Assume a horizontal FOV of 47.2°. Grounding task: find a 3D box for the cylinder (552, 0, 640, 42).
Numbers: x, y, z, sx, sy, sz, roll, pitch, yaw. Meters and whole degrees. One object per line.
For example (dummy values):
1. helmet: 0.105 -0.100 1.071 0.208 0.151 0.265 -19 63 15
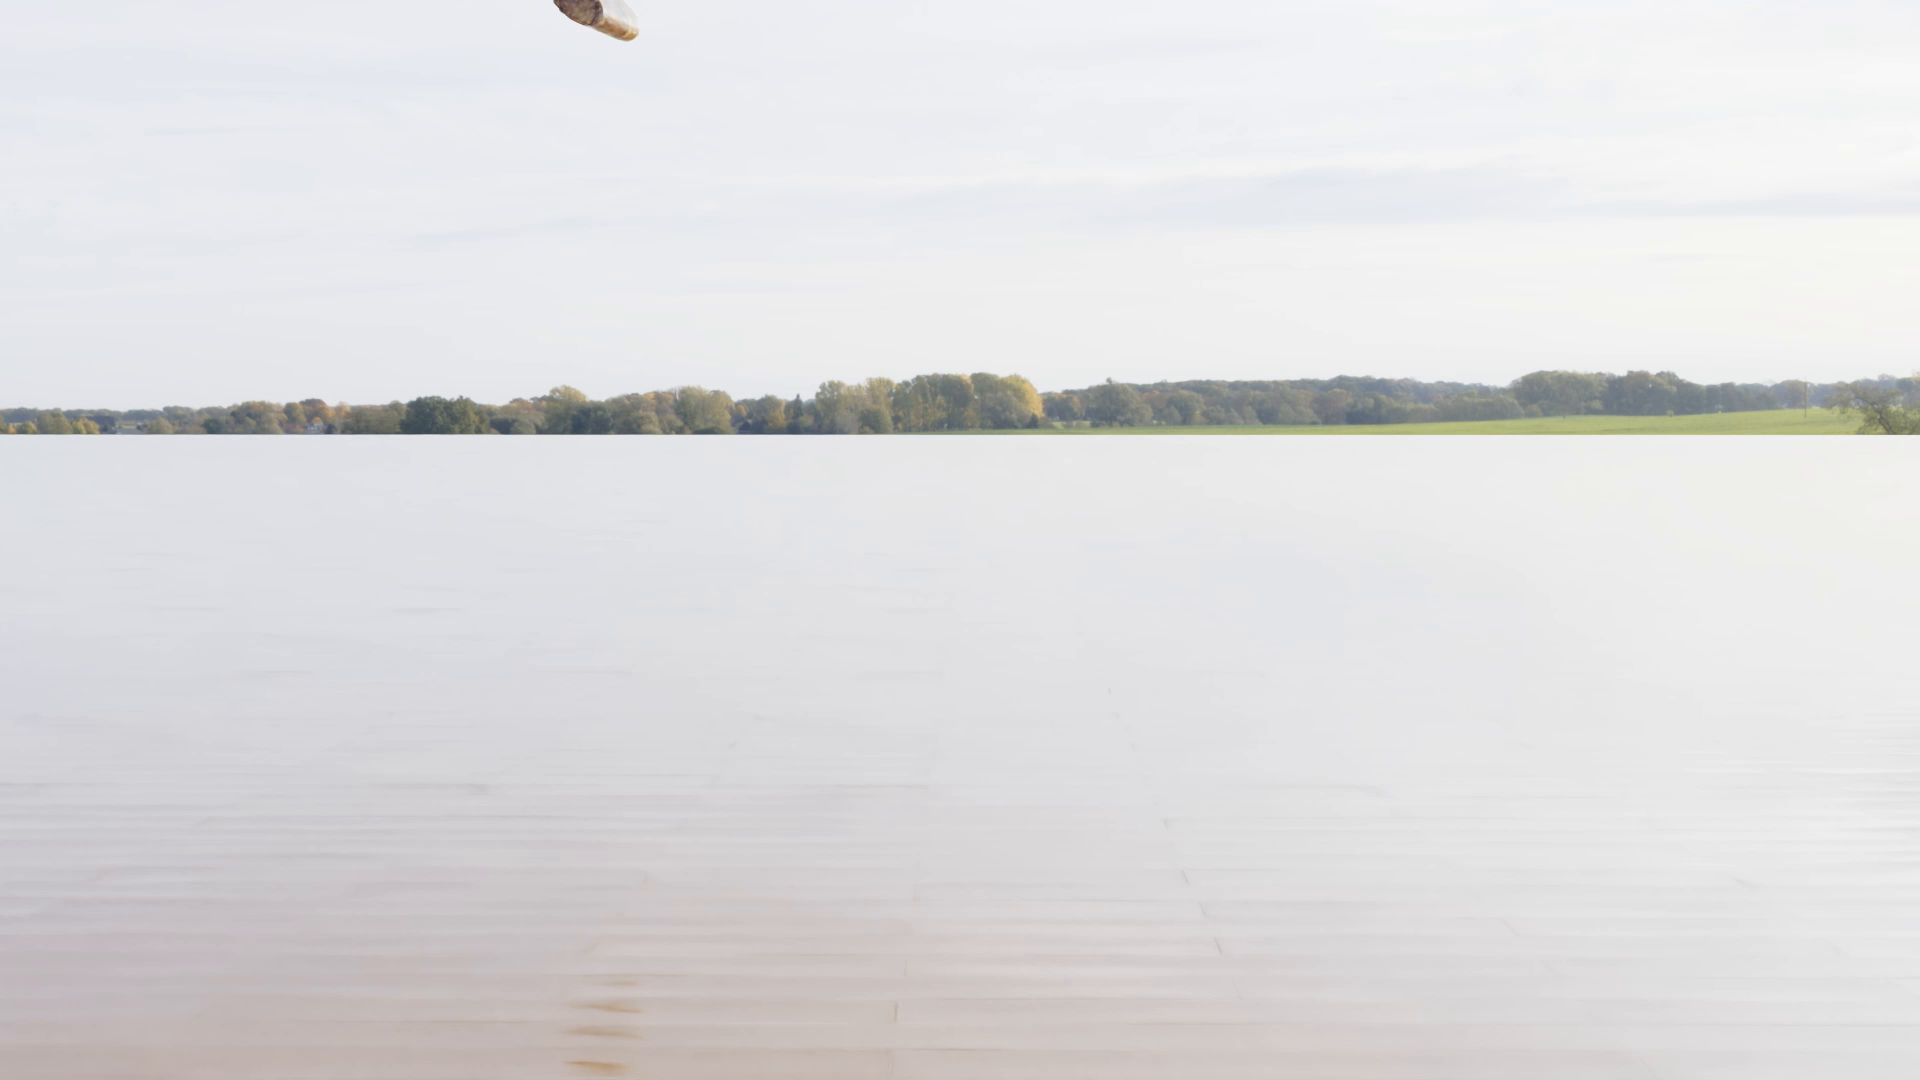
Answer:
1. cylinder: -1.368 -1.992 8.221 0.275 0.142 0.285 41 13 14
